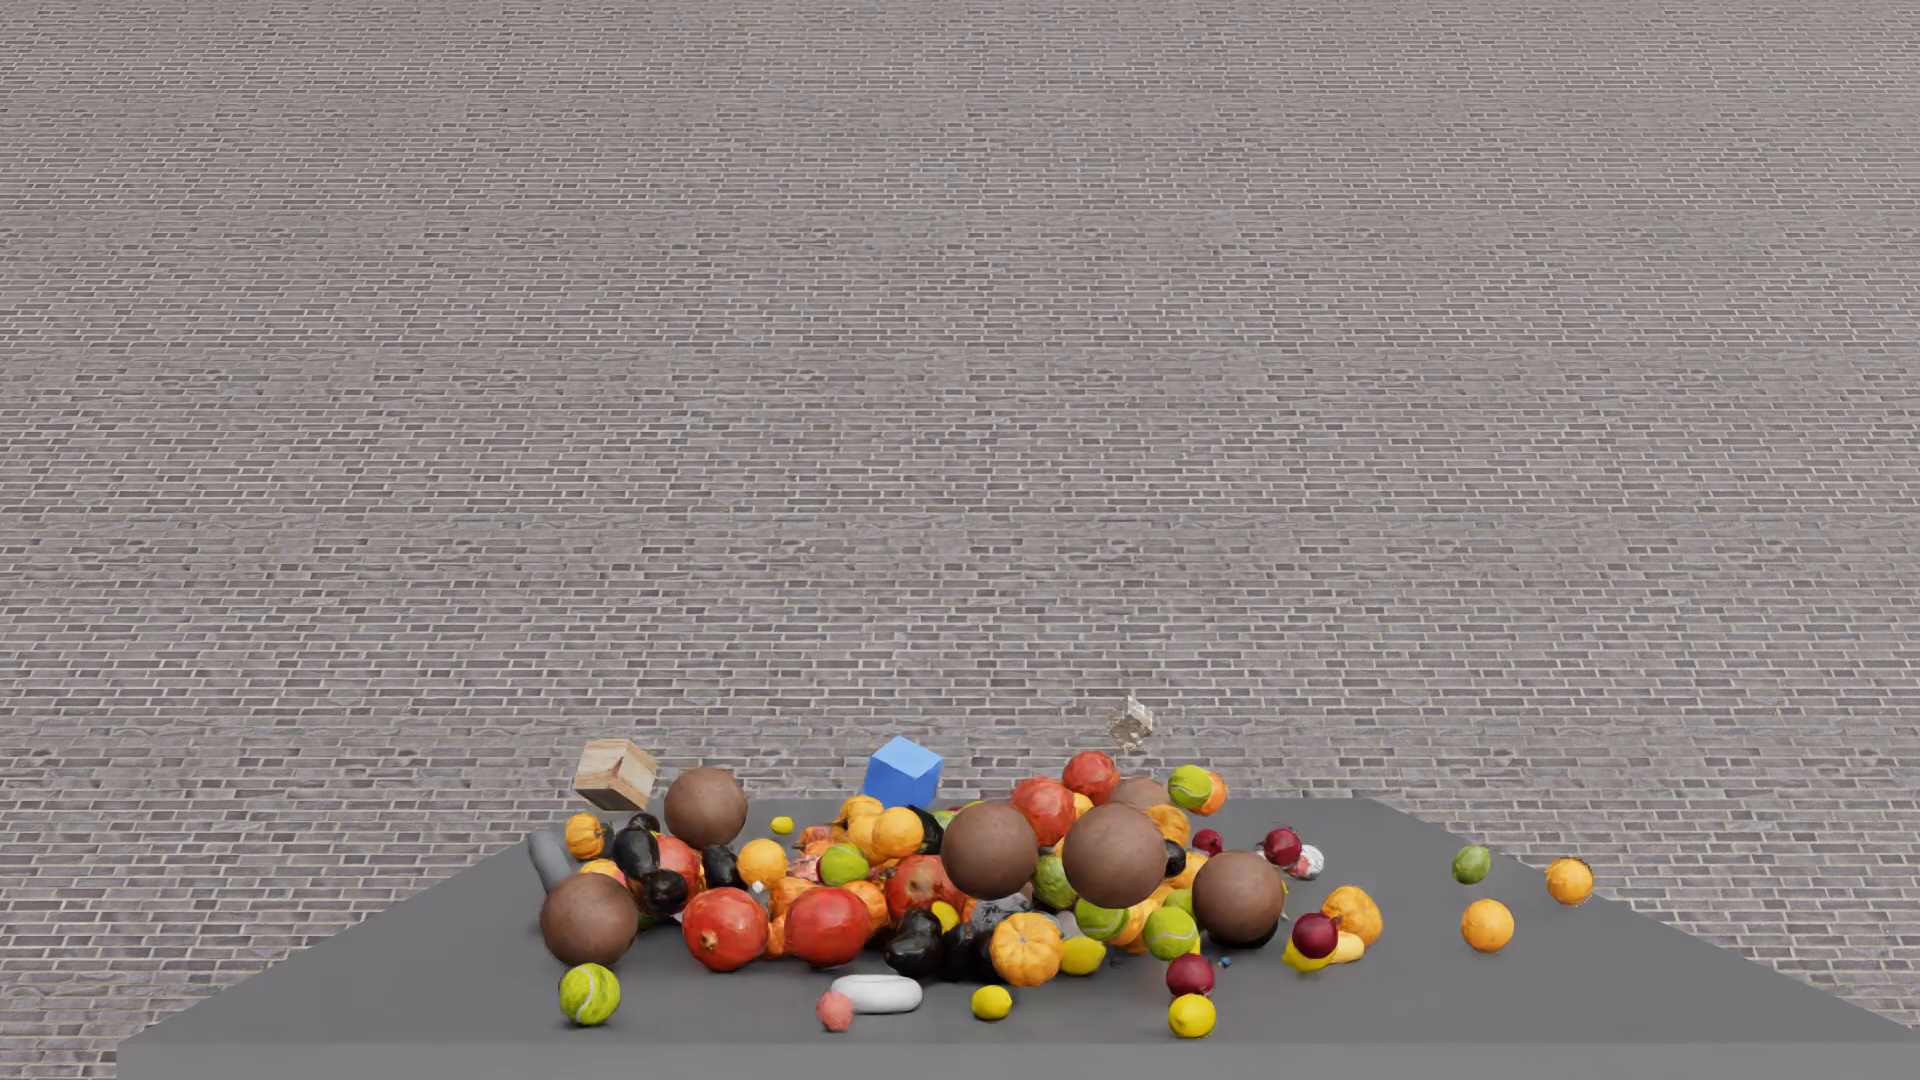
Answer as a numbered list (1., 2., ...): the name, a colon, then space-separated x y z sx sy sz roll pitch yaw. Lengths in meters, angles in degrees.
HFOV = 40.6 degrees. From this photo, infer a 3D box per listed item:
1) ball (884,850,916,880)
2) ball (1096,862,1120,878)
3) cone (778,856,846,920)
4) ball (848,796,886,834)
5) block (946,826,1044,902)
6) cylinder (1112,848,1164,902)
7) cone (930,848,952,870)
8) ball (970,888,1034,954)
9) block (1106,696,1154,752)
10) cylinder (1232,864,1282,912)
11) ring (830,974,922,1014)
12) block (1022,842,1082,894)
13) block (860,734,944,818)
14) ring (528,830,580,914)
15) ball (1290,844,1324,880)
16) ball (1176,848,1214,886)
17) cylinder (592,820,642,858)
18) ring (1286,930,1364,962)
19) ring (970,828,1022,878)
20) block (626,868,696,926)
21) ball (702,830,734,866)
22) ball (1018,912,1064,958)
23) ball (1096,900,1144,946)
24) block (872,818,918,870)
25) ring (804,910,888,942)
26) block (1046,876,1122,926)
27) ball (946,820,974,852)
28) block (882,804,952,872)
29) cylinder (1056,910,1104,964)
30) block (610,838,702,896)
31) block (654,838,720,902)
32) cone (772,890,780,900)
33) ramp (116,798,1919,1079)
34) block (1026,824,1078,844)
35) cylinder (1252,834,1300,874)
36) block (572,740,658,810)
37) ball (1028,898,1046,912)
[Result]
1. ball: -0.106 0.580 4.660 0.058 0.058 0.058 0 35 0
2. ball: 0.259 0.574 4.423 0.054 0.054 0.054 0 35 0
3. cone: -0.221 0.519 3.769 0.099 0.099 0.099 2 10 3
4. ball: -0.202 0.598 5.659 0.086 0.086 0.086 0 35 0
5. block: 0.056 0.529 4.190 0.092 0.092 0.092 44 16 20
6. cylinder: 0.243 0.458 3.549 0.054 0.054 0.054 33 88 38
7. cone: -0.033 0.512 4.292 0.053 0.053 0.053 5 64 -10
8. ball: 0.058 0.516 3.520 0.088 0.088 0.088 0 35 0
9. block: 0.310 0.335 4.749 0.060 0.060 0.060 37 26 -15
10. cylinder: 0.460 0.538 4.018 0.057 0.057 0.057 22 41 22
11. ring: -0.100 0.541 3.095 0.111 0.037 0.111 1 -3 0
12. block: 0.151 0.559 4.431 0.083 0.083 0.083 -1 -4 33
13. block: -0.099 0.405 4.408 0.091 0.091 0.091 26 30 20
14. ring: -0.609 0.499 3.900 0.046 0.137 0.137 -23 40 -11
15. ball: 0.621 0.577 4.653 0.063 0.063 0.063 0 35 0
16. ball: 0.413 0.573 4.555 0.066 0.066 0.066 0 35 0
17. cylinder: -0.677 0.588 5.121 0.069 0.069 0.069 30 18 35
18. ring: 0.500 0.556 3.553 0.105 0.035 0.105 0 -1 0
19. ring: 0.052 0.451 3.746 0.087 0.029 0.087 28 23 -13
20. block: -0.451 0.541 3.934 0.066 0.066 0.066 -3 61 30
21. ball: -0.463 0.583 4.914 0.068 0.068 0.068 0 35 0
22. ball: 0.106 0.518 3.414 0.061 0.061 0.061 0 35 0
23. ball: 0.227 0.545 3.696 0.067 0.067 0.067 0 35 0
24. block: -0.103 0.572 4.886 0.090 0.090 0.090 -1 -2 28
25. ring: -0.164 0.558 3.758 0.123 0.041 0.123 -3 -7 0
26. block: 0.182 0.540 3.813 0.084 0.084 0.084 -1 -2 25
27. ball: 0.001 0.596 5.219 0.062 0.062 0.062 0 35 0
28. block: -0.061 0.427 3.718 0.060 0.060 0.060 -43 31 -18
29. cylinder: 0.152 0.529 3.452 0.055 0.055 0.055 32 24 -27
30. block: -0.472 0.523 4.041 0.085 0.085 0.085 11 74 43
31. block: -0.455 0.551 4.332 0.096 0.096 0.096 0 -2 -14
32. cone: -0.288 0.574 4.220 0.053 0.053 0.053 27 29 33
33. ramp: 0.077 0.665 4.838 2.000 0.100 4.000 0 -2 0
34. block: 0.171 0.574 4.841 0.082 0.082 0.082 0 -2 -12
35. cylinder: 0.547 0.544 4.493 0.060 0.060 0.060 11 67 -26
36. block: -0.587 0.401 4.430 0.091 0.091 0.091 -3 60 32
37. ball: 0.103 0.559 3.885 0.050 0.050 0.050 0 35 0
